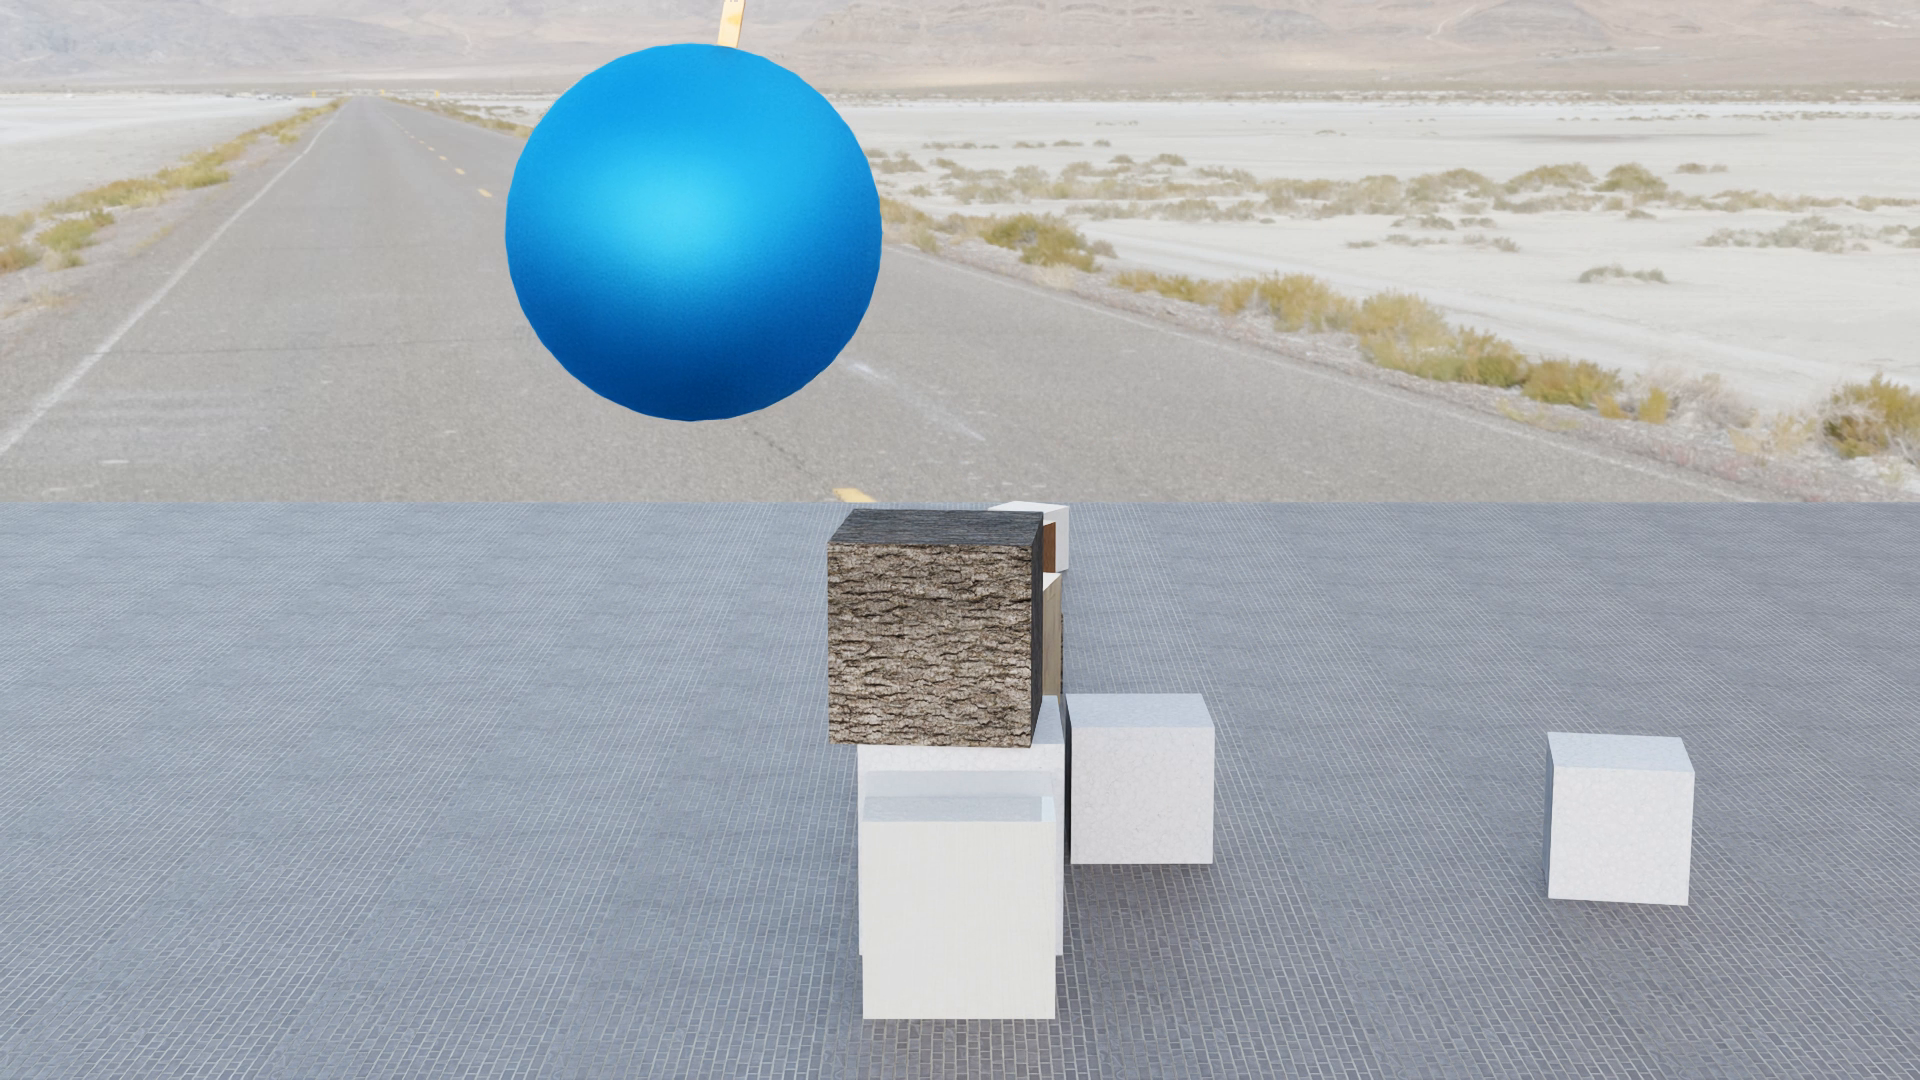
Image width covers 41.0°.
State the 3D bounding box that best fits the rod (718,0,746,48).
[{"bbox_3d":[-0.489,-4.592,10.346,0.080,5.200,0.080,11,10,-2],"label":"rod"}]

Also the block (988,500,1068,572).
[{"bbox_3d":[0.489,-0.010,18.353,0.443,0.454,0.385,6,12,32],"label":"block"}]

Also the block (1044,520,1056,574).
[{"bbox_3d":[0.187,0.196,16.837,0.621,0.590,0.716,6,12,29],"label":"block"}]

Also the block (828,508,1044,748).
[{"bbox_3d":[-0.085,0.345,10.489,0.803,0.813,0.806,1,10,5],"label":"block"}]

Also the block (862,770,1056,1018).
[{"bbox_3d":[-0.004,1.360,9.932,0.722,0.769,0.705,0,10,0],"label":"block"}]

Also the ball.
[{"bbox_3d":[-1.130,-1.306,10.943,1.600,1.600,1.600,0,10,0],"label":"ball"}]

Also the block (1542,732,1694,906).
[{"bbox_3d":[2.876,1.213,11.252,0.582,0.588,0.590,2,10,10],"label":"block"}]

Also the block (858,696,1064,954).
[{"bbox_3d":[0.004,1.171,10.675,0.822,0.878,0.811,0,10,0],"label":"block"}]

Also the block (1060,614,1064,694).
[{"bbox_3d":[0.310,0.628,14.804,0.461,0.467,0.414,-3,11,-16],"label":"block"}]

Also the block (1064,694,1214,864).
[{"bbox_3d":[0.817,1.090,11.808,0.638,0.631,0.636,0,10,0],"label":"block"}]

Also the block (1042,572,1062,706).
[{"bbox_3d":[0.103,0.611,14.108,0.762,0.750,0.805,2,11,13],"label":"block"}]
